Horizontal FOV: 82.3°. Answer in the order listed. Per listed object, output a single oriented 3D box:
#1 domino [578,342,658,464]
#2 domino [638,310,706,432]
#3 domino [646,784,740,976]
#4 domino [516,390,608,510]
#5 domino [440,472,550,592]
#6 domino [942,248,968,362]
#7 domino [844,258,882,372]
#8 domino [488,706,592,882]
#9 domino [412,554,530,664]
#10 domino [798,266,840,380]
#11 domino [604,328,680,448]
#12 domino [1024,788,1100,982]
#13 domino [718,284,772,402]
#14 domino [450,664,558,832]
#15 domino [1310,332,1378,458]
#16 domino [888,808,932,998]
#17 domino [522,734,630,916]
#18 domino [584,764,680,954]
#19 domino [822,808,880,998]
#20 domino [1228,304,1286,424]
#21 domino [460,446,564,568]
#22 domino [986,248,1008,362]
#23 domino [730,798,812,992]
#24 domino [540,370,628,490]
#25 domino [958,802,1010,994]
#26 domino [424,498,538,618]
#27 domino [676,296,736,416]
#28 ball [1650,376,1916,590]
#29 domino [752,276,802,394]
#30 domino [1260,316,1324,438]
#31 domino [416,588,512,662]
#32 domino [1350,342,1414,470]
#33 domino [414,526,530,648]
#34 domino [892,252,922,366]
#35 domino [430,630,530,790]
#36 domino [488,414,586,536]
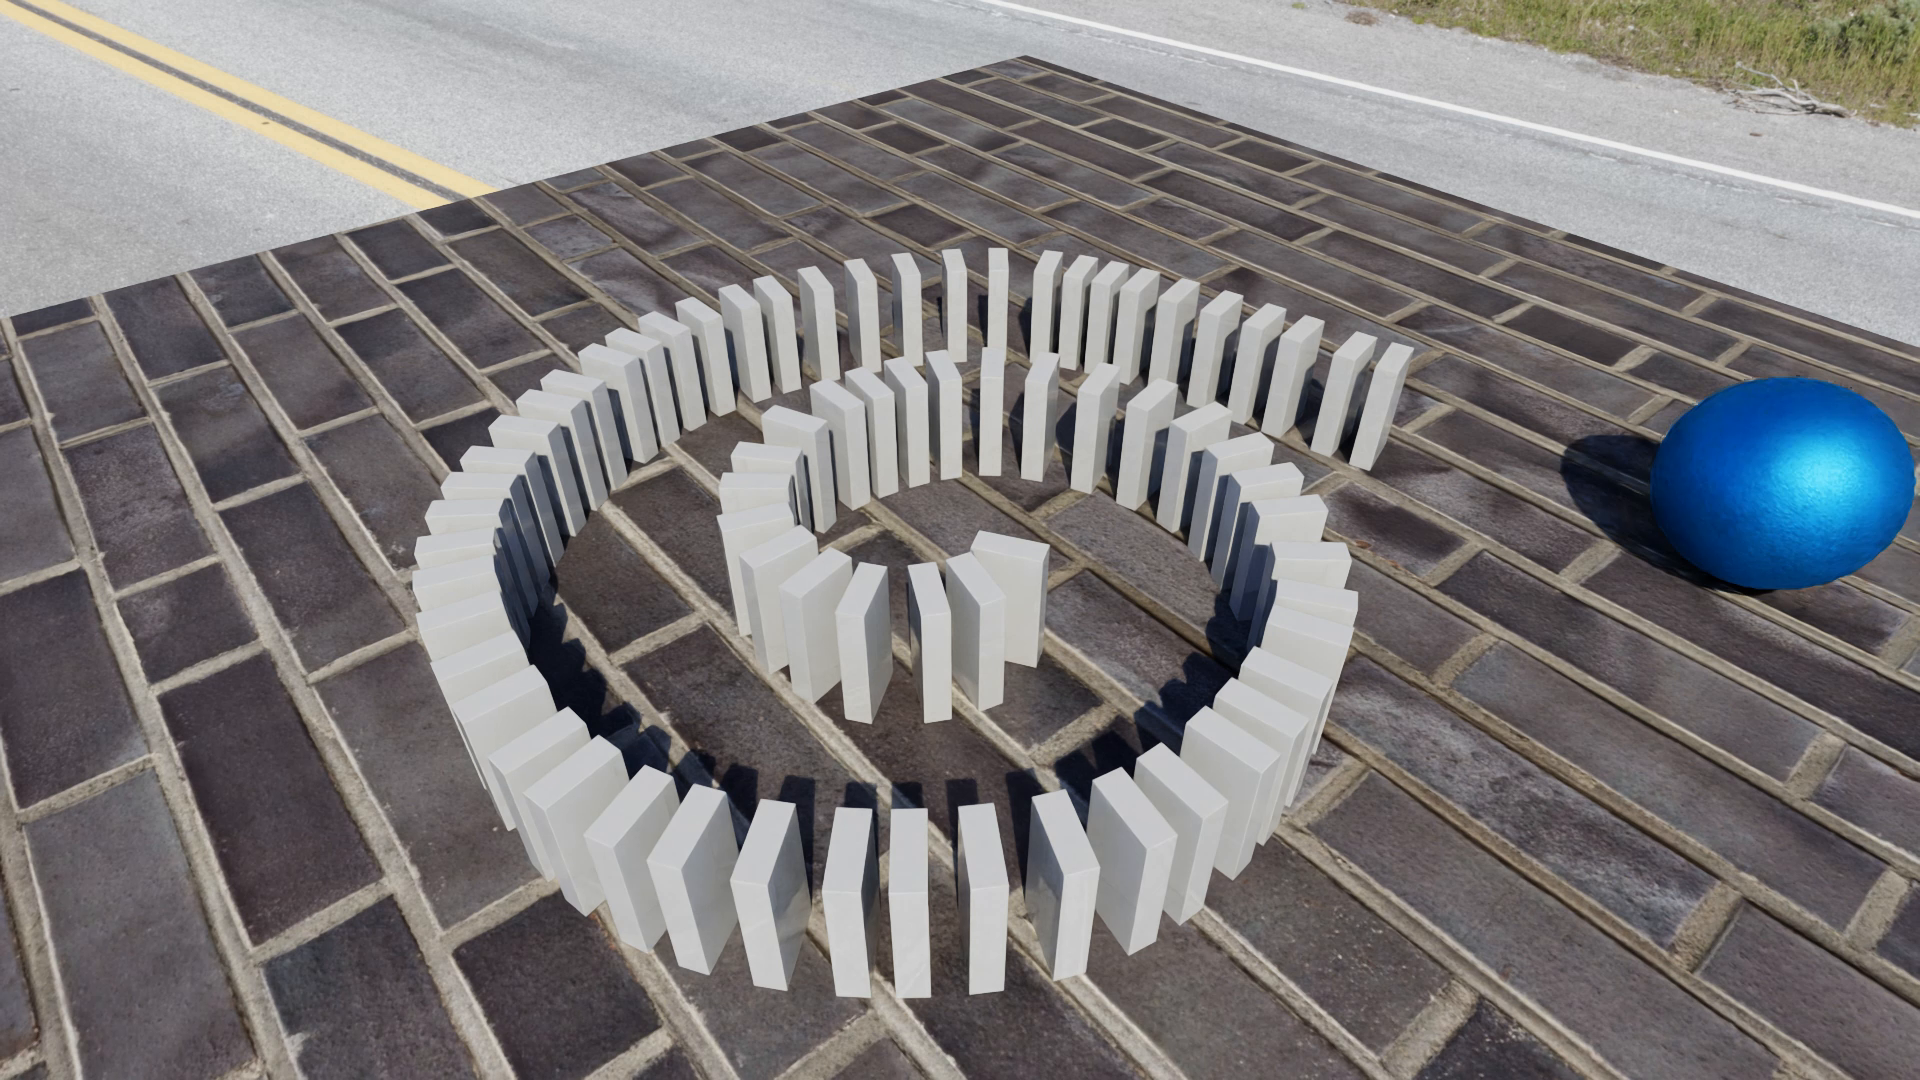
[{"bbox_3d":[-0.150,-0.060,0.484,0.025,0.050,0.010,18,43,21],"label":"domino"},{"bbox_3d":[-0.132,-0.077,0.506,0.025,0.050,0.009,28,47,30],"label":"domino"},{"bbox_3d":[-0.070,0.093,0.298,0.009,0.050,0.025,11,41,13],"label":"domino"},{"bbox_3d":[-0.165,-0.037,0.457,0.025,0.050,0.009,11,41,13],"label":"domino"},{"bbox_3d":[-0.174,-0.002,0.414,0.025,0.050,0.009,1,39,2],"label":"domino"},{"bbox_3d":[-0.003,-0.118,0.556,0.009,0.050,0.025,-5,40,-6],"label":"domino"},{"bbox_3d":[-0.048,-0.111,0.547,0.009,0.050,0.025,-13,41,-15],"label":"domino"},{"bbox_3d":[-0.117,0.075,0.320,0.010,0.050,0.025,31,48,32],"label":"domino"},{"bbox_3d":[-0.166,0.029,0.376,0.025,0.050,0.009,-14,41,-16],"label":"domino"},{"bbox_3d":[-0.069,-0.106,0.540,0.009,0.050,0.025,-16,42,-19],"label":"domino"},{"bbox_3d":[-0.142,-0.068,0.495,0.025,0.050,0.010,22,44,24],"label":"domino"},{"bbox_3d":[0.027,0.094,0.297,0.009,0.050,0.025,-10,40,-12],"label":"domino"},{"bbox_3d":[-0.103,-0.094,0.526,0.009,0.050,0.025,-23,45,-26],"label":"domino"},{"bbox_3d":[-0.133,0.064,0.334,0.025,0.050,0.010,-28,47,-30],"label":"domino"},{"bbox_3d":[0.171,-0.065,0.490,0.009,0.050,0.025,26,46,28],"label":"domino"},{"bbox_3d":[-0.013,0.097,0.293,0.009,0.050,0.025,-1,39,-1],"label":"domino"},{"bbox_3d":[-0.104,0.082,0.312,0.009,0.050,0.025,26,46,28],"label":"domino"},{"bbox_3d":[-0.086,0.089,0.303,0.010,0.050,0.025,17,42,20],"label":"domino"},{"bbox_3d":[-0.028,0.097,0.293,0.009,0.050,0.025,2,39,2],"label":"domino"},{"bbox_3d":[0.137,-0.081,0.511,0.009,0.050,0.025,26,46,28],"label":"domino"},{"bbox_3d":[-0.173,-0.012,0.427,0.025,0.050,0.009,4,40,5],"label":"domino"},{"bbox_3d":[0.019,-0.119,0.557,0.009,0.050,0.025,0,39,0],"label":"domino"},{"bbox_3d":[-0.050,0.096,0.295,0.010,0.050,0.025,6,40,7],"label":"domino"},{"bbox_3d":[-0.159,-0.046,0.468,0.025,0.050,0.009,14,41,16],"label":"domino"},{"bbox_3d":[0.006,0.096,0.294,0.009,0.050,0.025,-5,40,-6],"label":"domino"},{"bbox_3d":[-0.174,0.008,0.402,0.025,0.050,0.010,-3,39,-3],"label":"domino"},{"bbox_3d":[-0.119,-0.086,0.516,0.009,0.050,0.025,-29,47,-31],"label":"domino"},{"bbox_3d":[0.306,-0.021,0.413,0.080,0.080,0.080,0,39,0],"label":"ball"},{"bbox_3d":[-0.088,-0.099,0.533,0.009,0.050,0.025,-20,43,-23],"label":"domino"},{"bbox_3d":[0.152,-0.074,0.502,0.009,0.050,0.025,27,46,29],"label":"domino"},{"bbox_3d":[-0.157,0.041,0.361,0.025,0.050,0.010,-19,43,-21],"label":"domino"},{"bbox_3d":[0.185,-0.058,0.483,0.009,0.050,0.025,22,44,24],"label":"domino"},{"bbox_3d":[-0.171,0.019,0.388,0.025,0.050,0.009,-9,40,-11],"label":"domino"},{"bbox_3d":[-0.027,-0.115,0.552,0.009,0.050,0.025,-9,40,-11],"label":"domino"},{"bbox_3d":[-0.145,0.054,0.346,0.025,0.050,0.009,-24,45,-26],"label":"domino"},{"bbox_3d":[-0.169,-0.025,0.442,0.025,0.050,0.010,8,40,10],"label":"domino"}]
